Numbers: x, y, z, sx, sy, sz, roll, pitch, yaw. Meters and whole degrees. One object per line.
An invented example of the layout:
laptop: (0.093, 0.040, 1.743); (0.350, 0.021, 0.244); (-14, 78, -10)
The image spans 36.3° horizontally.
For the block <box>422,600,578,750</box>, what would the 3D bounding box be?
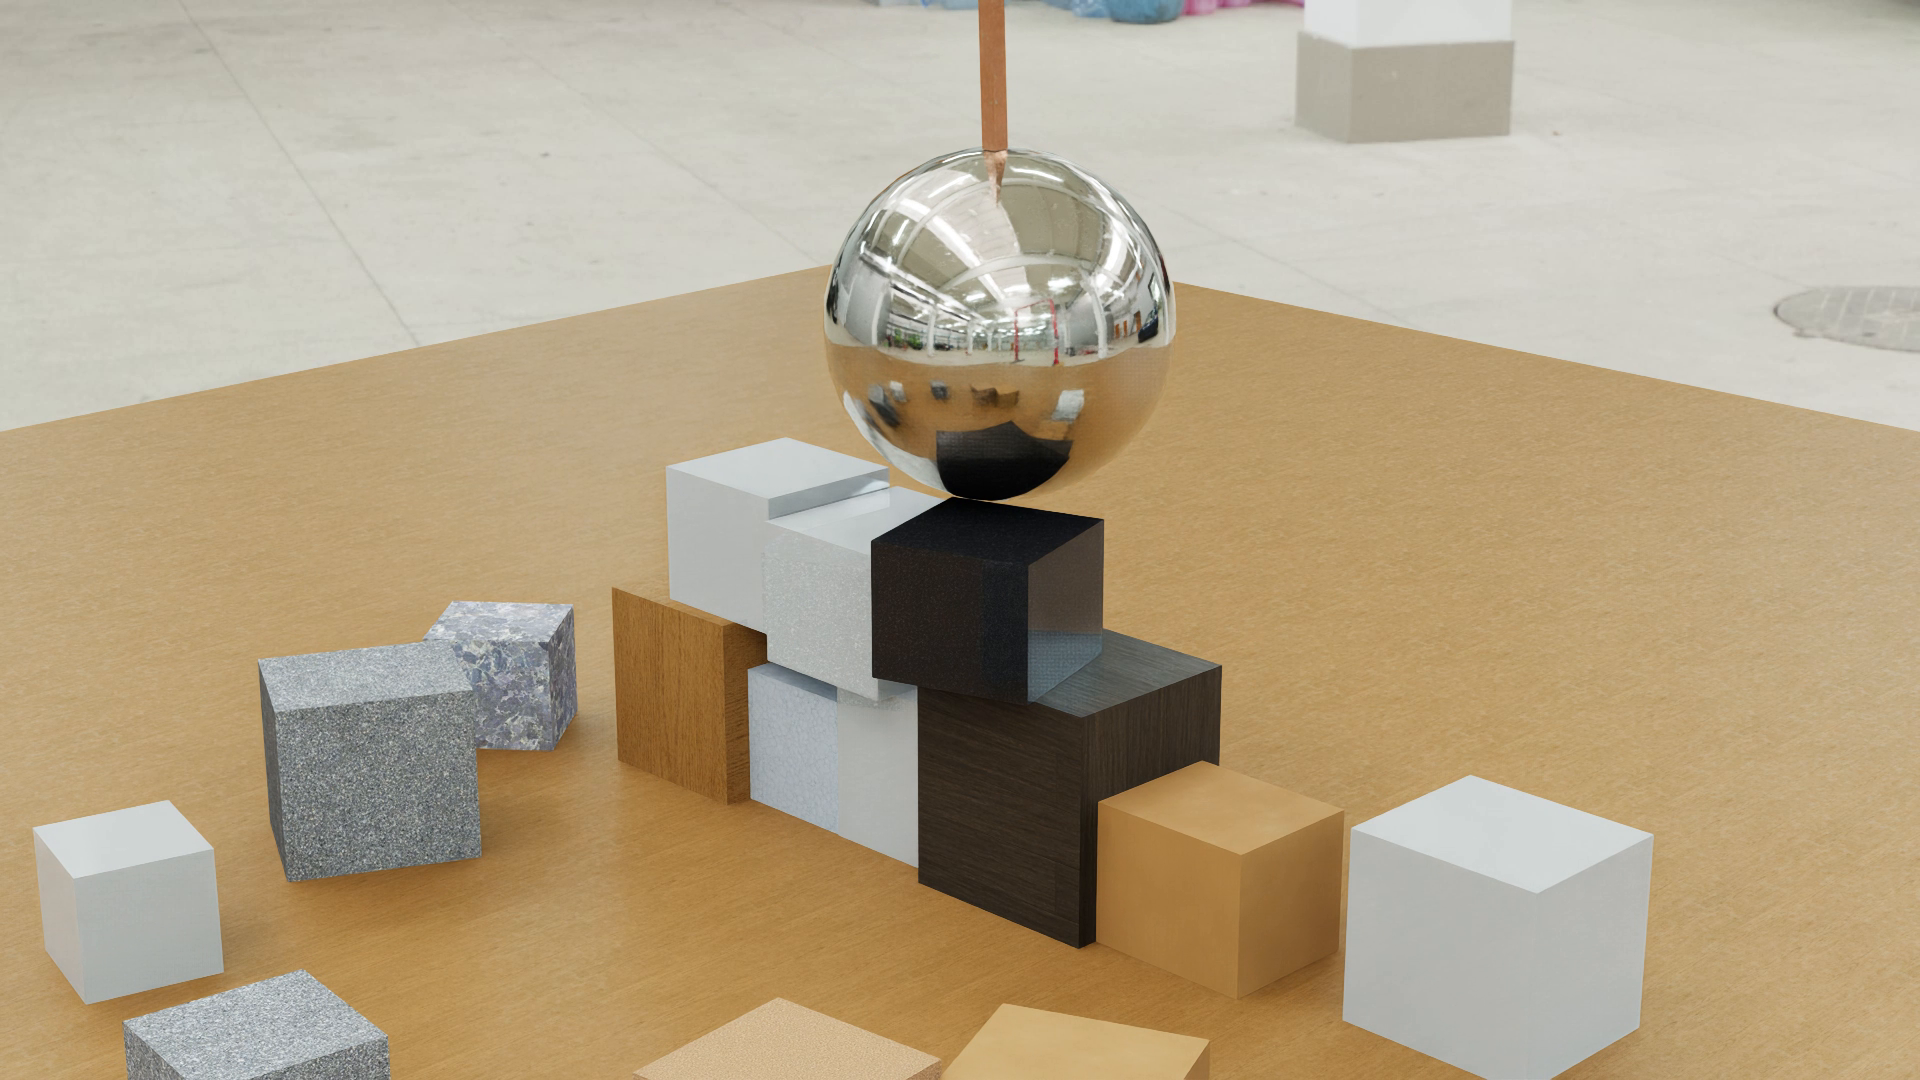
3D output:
block: (-2.367, 0.697, 15.150); (0.643, 0.587, 0.593); (2, 18, 5)

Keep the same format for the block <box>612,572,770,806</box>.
block: (-1.111, 0.666, 14.689); (0.843, 0.922, 0.897); (17, 24, 42)

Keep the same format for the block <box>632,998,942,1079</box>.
block: (-0.587, 2.171, 10.113); (0.753, 0.794, 0.734); (14, 22, 37)

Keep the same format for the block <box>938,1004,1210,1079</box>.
block: (0.374, 2.172, 10.213); (0.780, 0.732, 0.775); (7, 19, 21)

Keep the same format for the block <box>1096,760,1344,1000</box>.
block: (1.116, 1.449, 12.641); (0.683, 0.655, 0.798); (-17, 24, -42)

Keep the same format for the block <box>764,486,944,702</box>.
block: (-0.337, 0.236, 13.749); (0.843, 0.686, 0.771); (-16, 24, -42)

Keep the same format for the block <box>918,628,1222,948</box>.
block: (0.486, 1.059, 13.188); (0.992, 1.072, 0.921); (17, 24, 42)

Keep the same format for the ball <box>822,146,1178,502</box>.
ball: (0.179, -0.973, 13.223); (1.600, 1.600, 1.600); (0, 17, 0)

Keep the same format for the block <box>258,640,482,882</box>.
block: (-2.764, 1.019, 13.718); (0.889, 0.830, 0.735); (-6, 18, -18)

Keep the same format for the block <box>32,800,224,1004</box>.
block: (-3.549, 1.535, 12.508); (0.588, 0.571, 0.625); (-10, 20, -30)

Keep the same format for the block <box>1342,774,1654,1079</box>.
block: (2.176, 1.577, 11.900); (0.809, 0.855, 0.895); (-17, 24, -42)

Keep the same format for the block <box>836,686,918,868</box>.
block: (-0.114, 1.012, 13.773); (0.657, 0.810, 0.643); (-17, 24, -42)

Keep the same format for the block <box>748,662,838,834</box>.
block: (-0.565, 0.940, 14.238); (0.661, 0.669, 0.635); (-17, 24, -42)

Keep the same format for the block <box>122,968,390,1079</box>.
block: (-2.538, 2.073, 10.645); (0.708, 0.662, 0.688); (-13, 22, -36)

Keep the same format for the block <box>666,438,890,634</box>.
block: (-0.881, -0.032, 14.249); (0.765, 0.673, 0.763); (-16, 24, -41)

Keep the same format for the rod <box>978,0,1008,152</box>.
rod: (0.078, -4.184, 12.108); (0.080, 5.200, 0.080); (17, 26, 42)

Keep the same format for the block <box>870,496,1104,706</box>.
block: (0.127, 0.255, 12.908); (0.760, 0.629, 0.757); (9, 20, 26)
